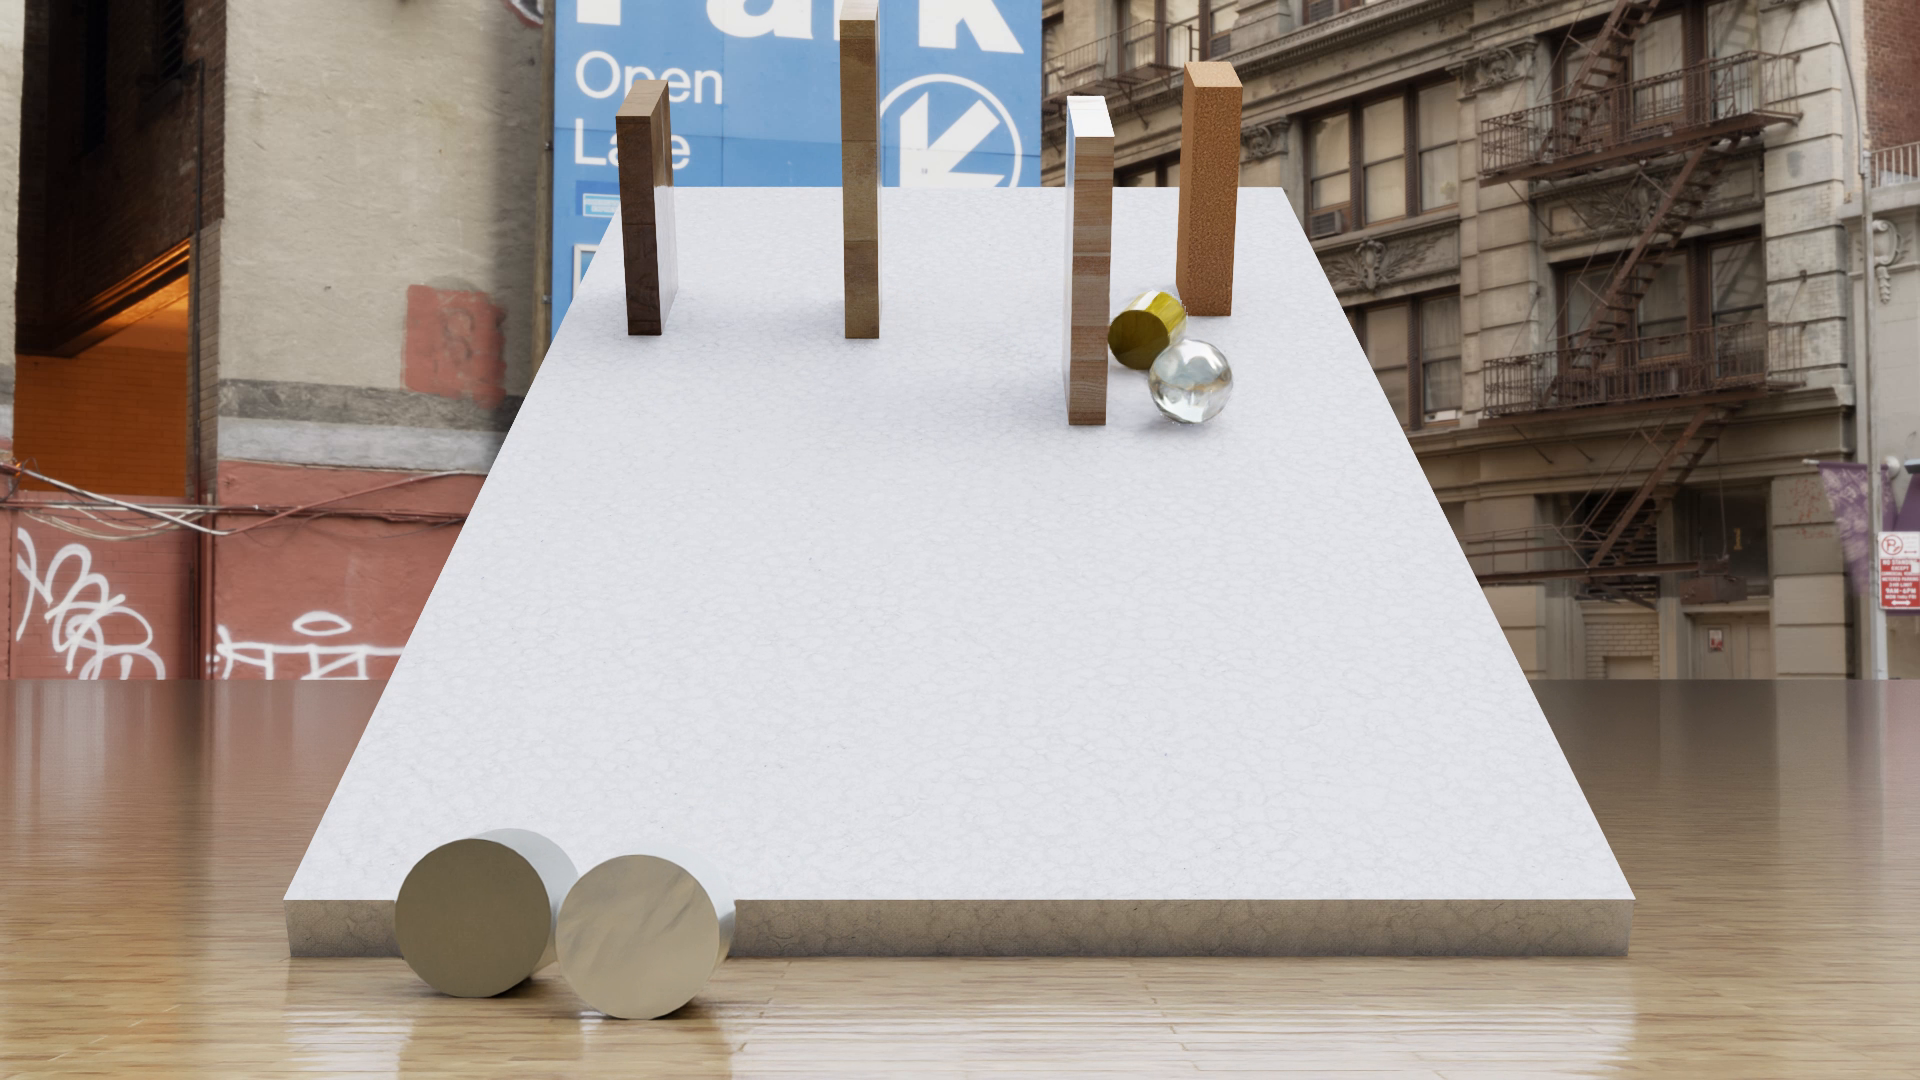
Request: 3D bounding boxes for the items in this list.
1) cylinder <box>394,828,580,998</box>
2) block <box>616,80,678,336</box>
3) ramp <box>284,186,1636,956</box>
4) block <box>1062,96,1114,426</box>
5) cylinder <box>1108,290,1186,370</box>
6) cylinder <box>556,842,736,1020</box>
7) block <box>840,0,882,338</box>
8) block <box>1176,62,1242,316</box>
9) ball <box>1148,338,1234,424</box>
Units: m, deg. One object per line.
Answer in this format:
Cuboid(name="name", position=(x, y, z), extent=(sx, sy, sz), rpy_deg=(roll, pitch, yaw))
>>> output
Cuboid(name="cylinder", position=(-0.632, 0.500, 3.136), extent=(0.207, 0.207, 0.207), rpy_deg=(0, -3, 3))
Cuboid(name="block", position=(-0.788, -0.845, 5.872), extent=(0.084, 0.554, 0.397), rpy_deg=(0, 24, 0))
Cuboid(name="ramp", position=(-0.008, -0.228, 5.285), extent=(2.000, 0.100, 4.000), rpy_deg=(0, 24, 0))
Cuboid(name="block", position=(0.287, -0.637, 5.273), extent=(0.084, 0.660, 0.377), rpy_deg=(0, 24, 0))
Cuboid(name="cylinder", position=(0.452, -0.506, 5.607), extent=(0.153, 0.153, 0.153), rpy_deg=(-1, 22, 22))
Cuboid(name="cylinder", position=(-0.395, 0.492, 2.944), extent=(0.202, 0.202, 0.202), rpy_deg=(0, -3, 0))
Cuboid(name="block", position=(-0.243, -0.929, 5.773), extent=(0.085, 0.789, 0.328), rpy_deg=(0, 24, 0))
Cuboid(name="block", position=(0.636, -0.903, 5.965), extent=(0.117, 0.591, 0.289), rpy_deg=(0, 24, 0))
Cuboid(name="ball", position=(0.519, -0.356, 5.218), extent=(0.191, 0.191, 0.191), rpy_deg=(0, -3, 0))
